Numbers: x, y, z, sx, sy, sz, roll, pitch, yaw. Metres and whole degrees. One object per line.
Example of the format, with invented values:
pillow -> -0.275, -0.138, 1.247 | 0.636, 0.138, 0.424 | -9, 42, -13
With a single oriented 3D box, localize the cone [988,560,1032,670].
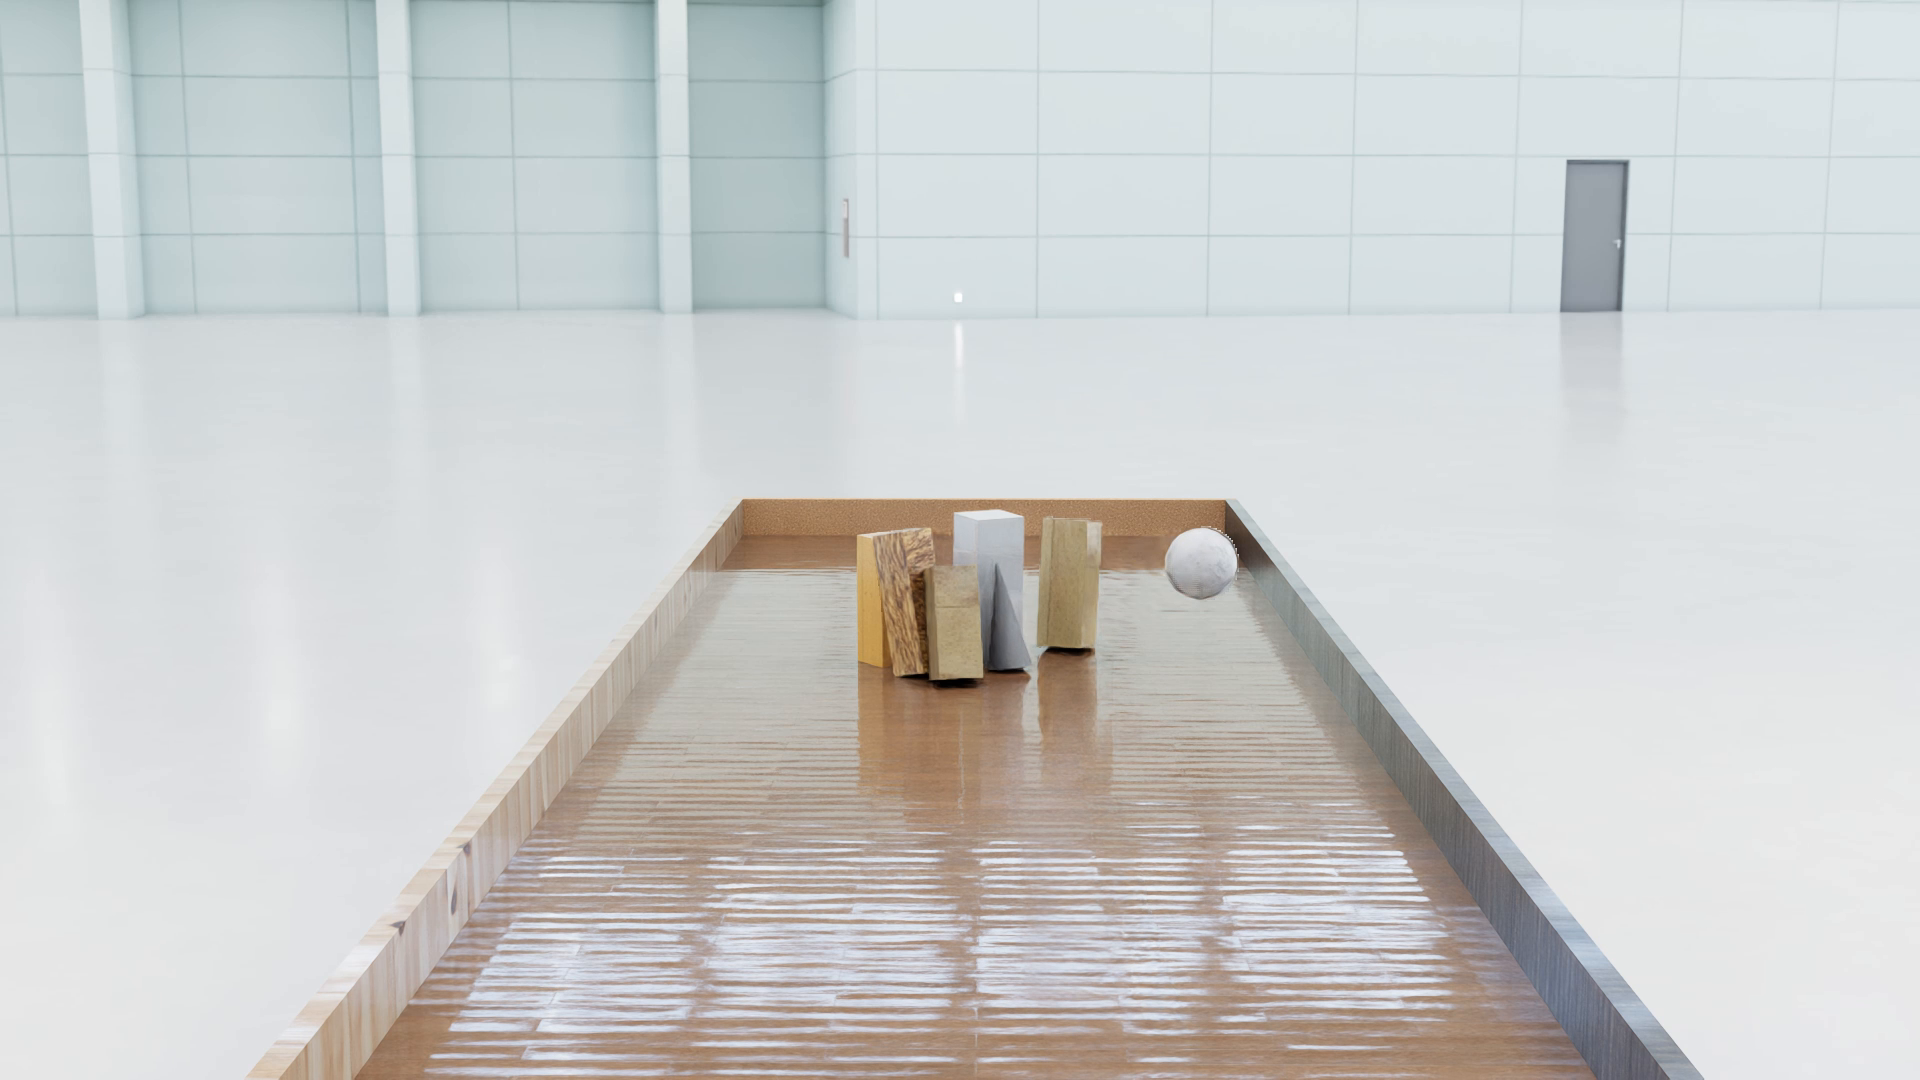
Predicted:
cone -> 0.129, 0.217, 6.560 | 0.130, 0.323, 0.130 | -7, 5, 1

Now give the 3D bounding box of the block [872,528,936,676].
block -> -0.141, 0.181, 6.483 | 0.121, 0.417, 0.121 | -8, 2, 42

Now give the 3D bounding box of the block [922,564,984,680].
block -> -0.020, 0.241, 6.381 | 0.130, 0.324, 0.130 | -2, -5, -14

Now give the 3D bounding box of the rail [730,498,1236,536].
rail -> 0.099, -0.098, 9.147 | 2.100, 0.150, 0.050 | 0, 9, 1

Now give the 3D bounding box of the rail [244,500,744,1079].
rail -> -1.004, 0.839, 3.234 | 0.050, 0.150, 12.000 | 0, 9, 1

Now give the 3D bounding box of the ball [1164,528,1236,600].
ball -> 0.732, 0.073, 6.686 | 0.218, 0.218, 0.218 | 0, 9, 0

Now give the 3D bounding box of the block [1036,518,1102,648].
block -> 0.341, 0.135, 6.847 | 0.145, 0.392, 0.145 | 3, 1, 22

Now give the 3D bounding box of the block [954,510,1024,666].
block -> 0.085, 0.144, 6.663 | 0.156, 0.447, 0.156 | -5, 11, -27

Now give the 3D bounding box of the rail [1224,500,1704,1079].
rail -> 1.046, 0.843, 3.208 | 0.050, 0.150, 12.000 | 0, 9, 1

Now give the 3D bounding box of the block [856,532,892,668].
block -> -0.220, 0.178, 6.654 | 0.130, 0.386, 0.130 | -7, 11, -36
